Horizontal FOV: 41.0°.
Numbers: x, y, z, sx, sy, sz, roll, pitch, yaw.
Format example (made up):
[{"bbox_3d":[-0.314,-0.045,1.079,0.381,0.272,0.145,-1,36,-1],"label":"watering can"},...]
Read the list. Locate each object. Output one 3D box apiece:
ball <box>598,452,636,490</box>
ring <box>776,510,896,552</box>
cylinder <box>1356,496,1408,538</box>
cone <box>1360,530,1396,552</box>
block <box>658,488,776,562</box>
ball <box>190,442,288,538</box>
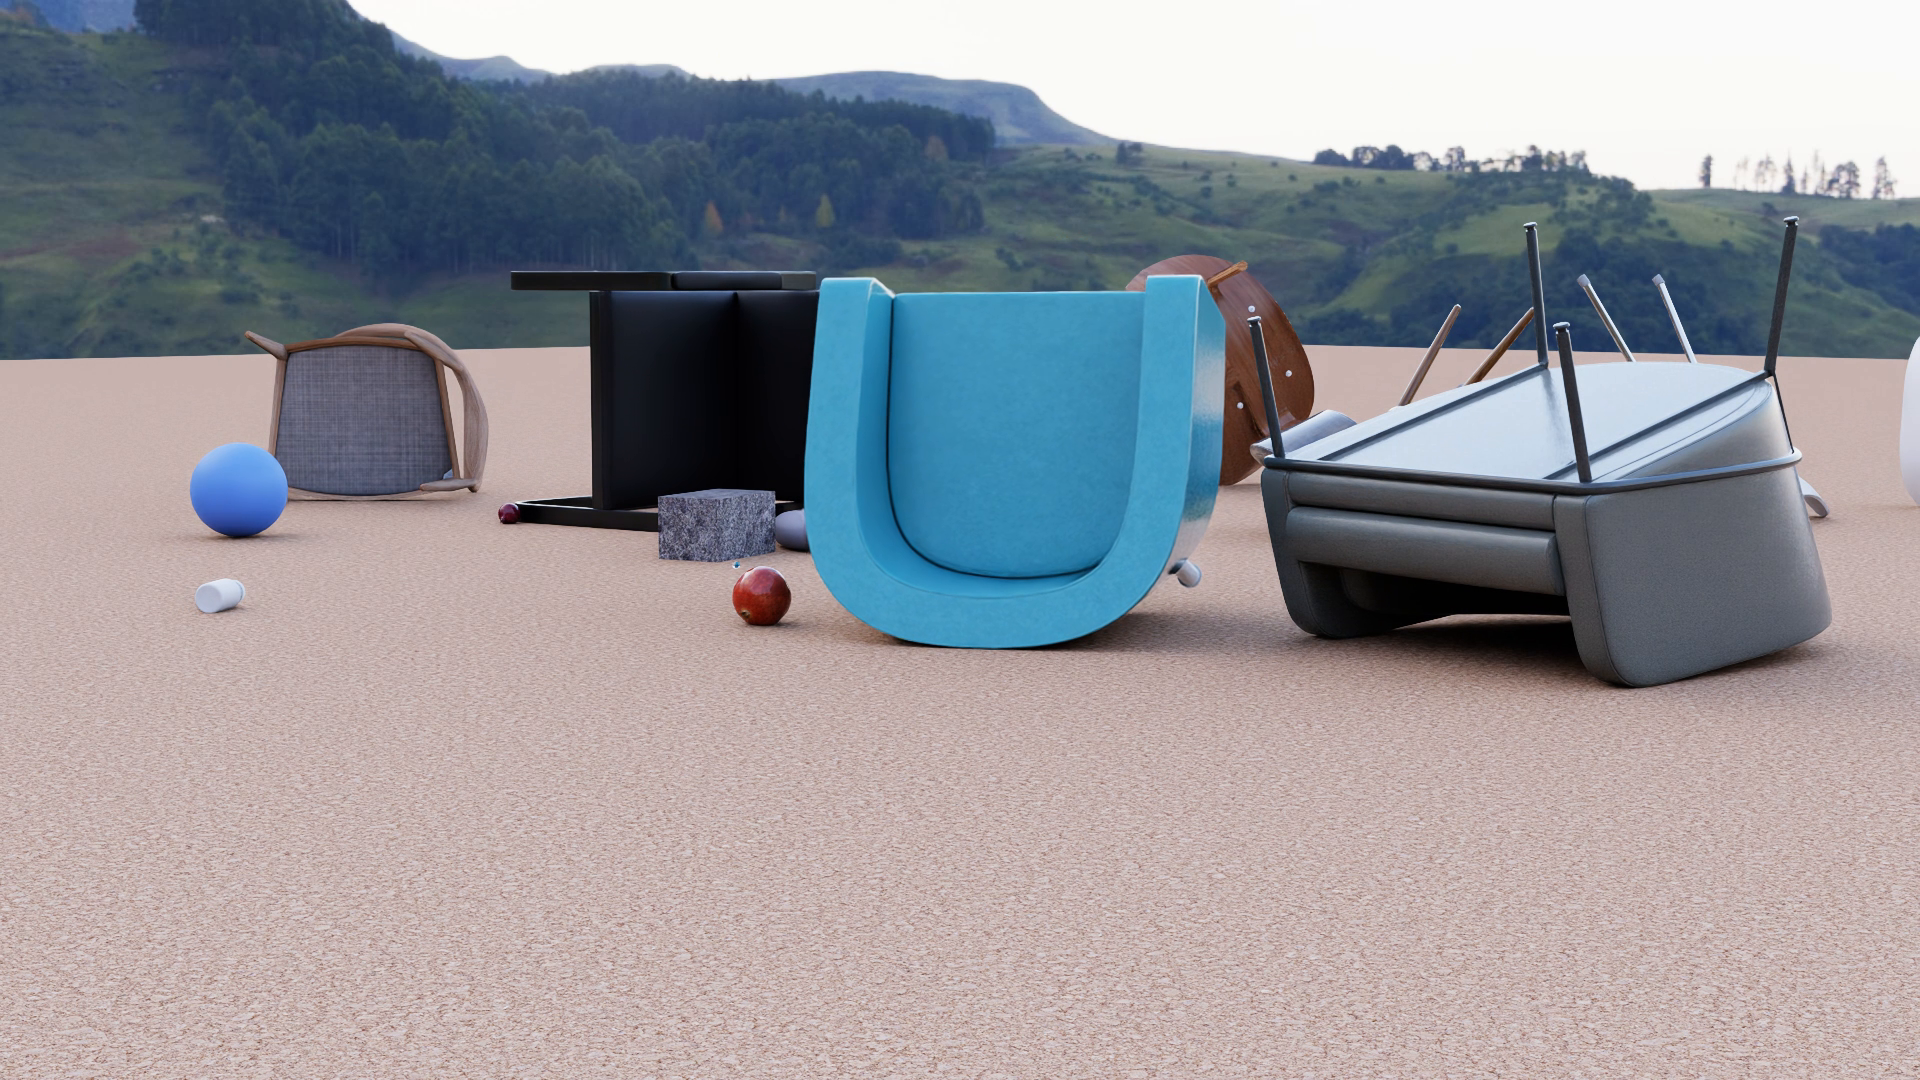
[{"bbox_3d":[-1.054,-0.210,7.874,0.118,0.118,0.118,0,6,0],"label":"ball"},{"bbox_3d":[-0.307,-0.022,6.218,0.272,0.085,0.352,-4,8,-41],"label":"ring"},{"bbox_3d":[1.062,-0.058,6.476,0.108,0.103,0.187,0,10,2],"label":"cylinder"},{"bbox_3d":[1.008,0.000,6.185,0.077,0.047,0.122,-2,6,-17],"label":"cone"},{"bbox_3d":[-0.572,-0.036,6.051,0.162,0.146,0.255,3,7,27],"label":"block"},{"bbox_3d":[-1.819,-0.126,6.473,0.239,0.239,0.239,0,6,0],"label":"ball"}]
